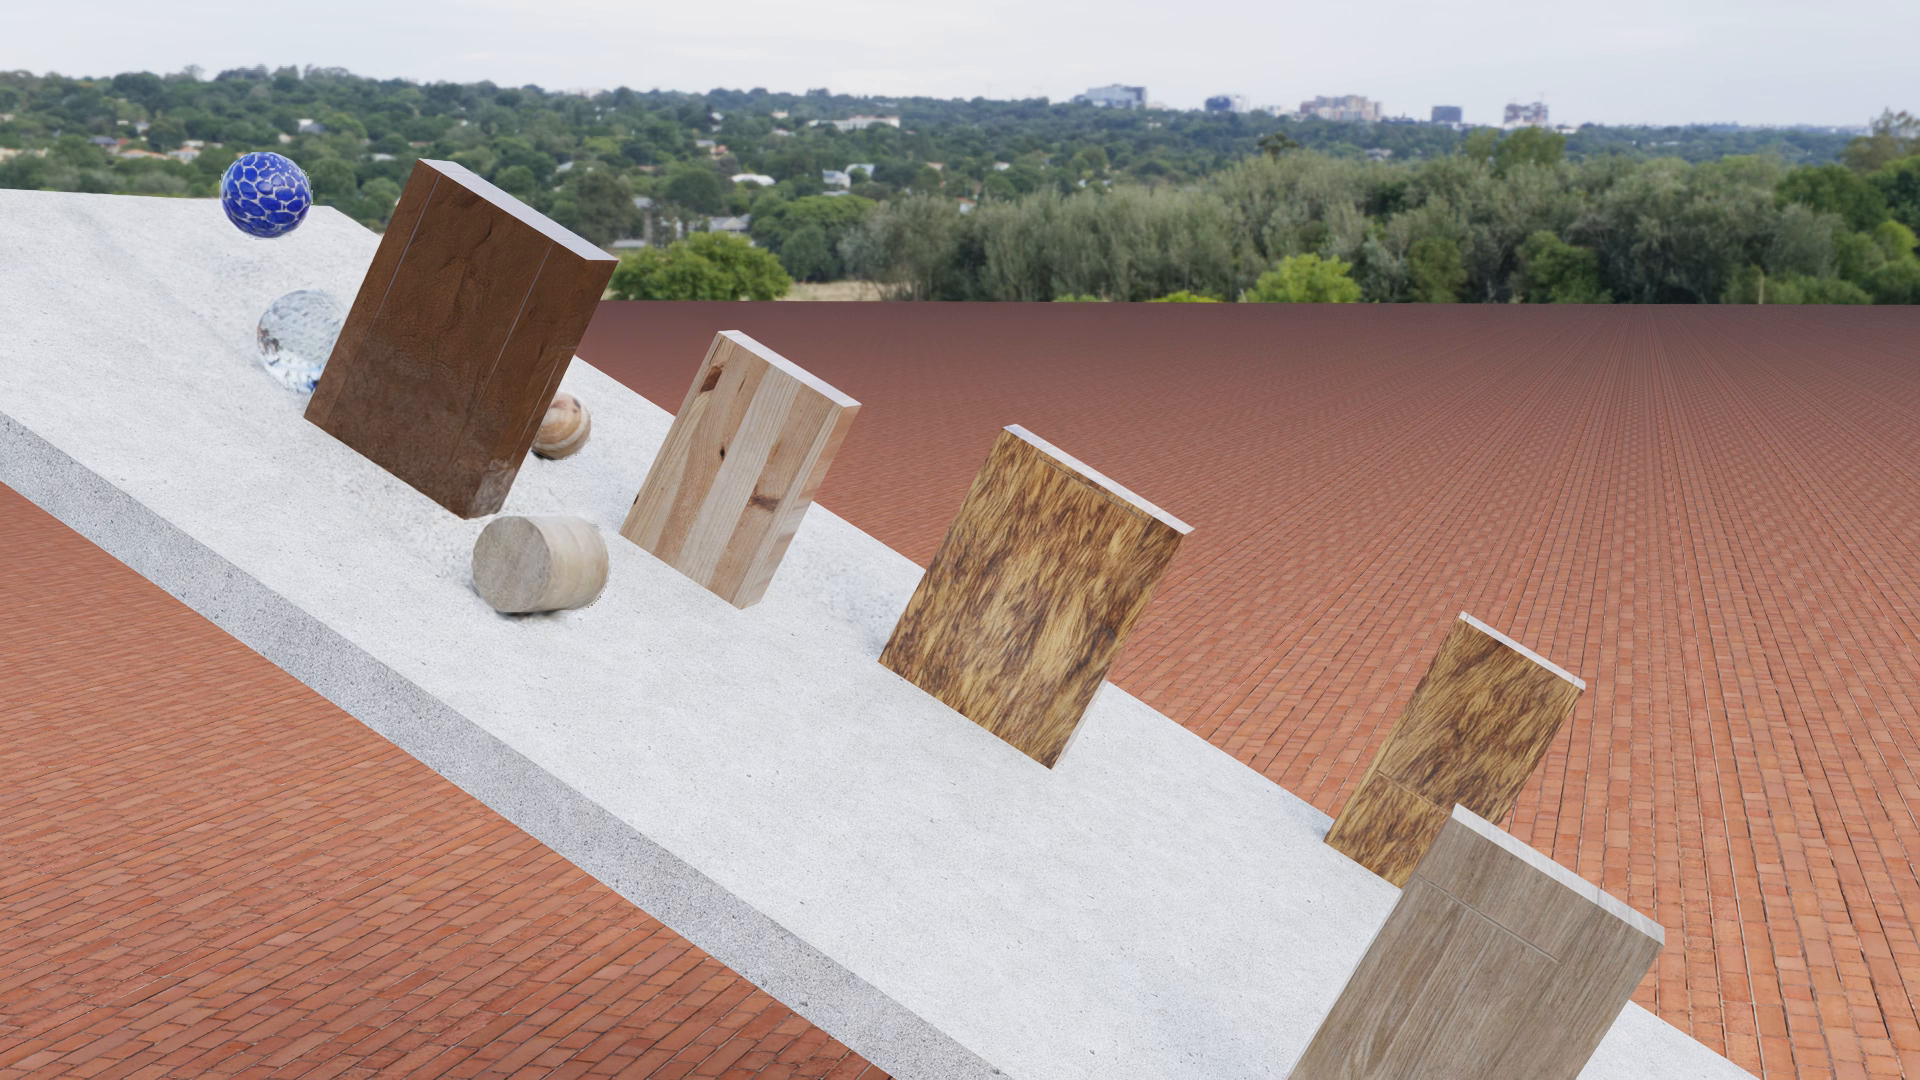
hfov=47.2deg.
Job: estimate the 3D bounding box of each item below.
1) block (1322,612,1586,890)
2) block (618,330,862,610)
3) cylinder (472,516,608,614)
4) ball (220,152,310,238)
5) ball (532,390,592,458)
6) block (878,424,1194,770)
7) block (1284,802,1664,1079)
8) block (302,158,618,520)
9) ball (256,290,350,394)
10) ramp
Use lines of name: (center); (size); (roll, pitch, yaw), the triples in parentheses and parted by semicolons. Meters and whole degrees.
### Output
block: (1.045, 0.473, 4.662); (0.292, 0.569, 0.096); (31, 14, 11)
block: (-0.428, -0.137, 4.265); (0.292, 0.451, 0.098); (31, 14, 11)
cylinder: (-0.706, 0.040, 3.708); (0.162, 0.162, 0.162); (3, 2, 26)
ball: (-1.415, -0.703, 4.483); (0.175, 0.175, 0.175); (0, 7, 0)
ball: (-0.825, -0.237, 4.510); (0.138, 0.138, 0.138); (0, 7, 0)
block: (0.144, 0.110, 4.303); (0.408, 0.537, 0.101); (31, 14, 11)
block: (0.688, 0.712, 3.104); (0.325, 0.595, 0.086); (31, 14, 11)
block: (-0.910, -0.364, 3.994); (0.373, 0.530, 0.127); (31, 14, 11)
ball: (-1.215, -0.371, 4.112); (0.193, 0.193, 0.193); (0, 7, 0)
ramp: (-0.206, 0.341, 4.139); (4.000, 0.100, 2.000); (31, 14, 11)
